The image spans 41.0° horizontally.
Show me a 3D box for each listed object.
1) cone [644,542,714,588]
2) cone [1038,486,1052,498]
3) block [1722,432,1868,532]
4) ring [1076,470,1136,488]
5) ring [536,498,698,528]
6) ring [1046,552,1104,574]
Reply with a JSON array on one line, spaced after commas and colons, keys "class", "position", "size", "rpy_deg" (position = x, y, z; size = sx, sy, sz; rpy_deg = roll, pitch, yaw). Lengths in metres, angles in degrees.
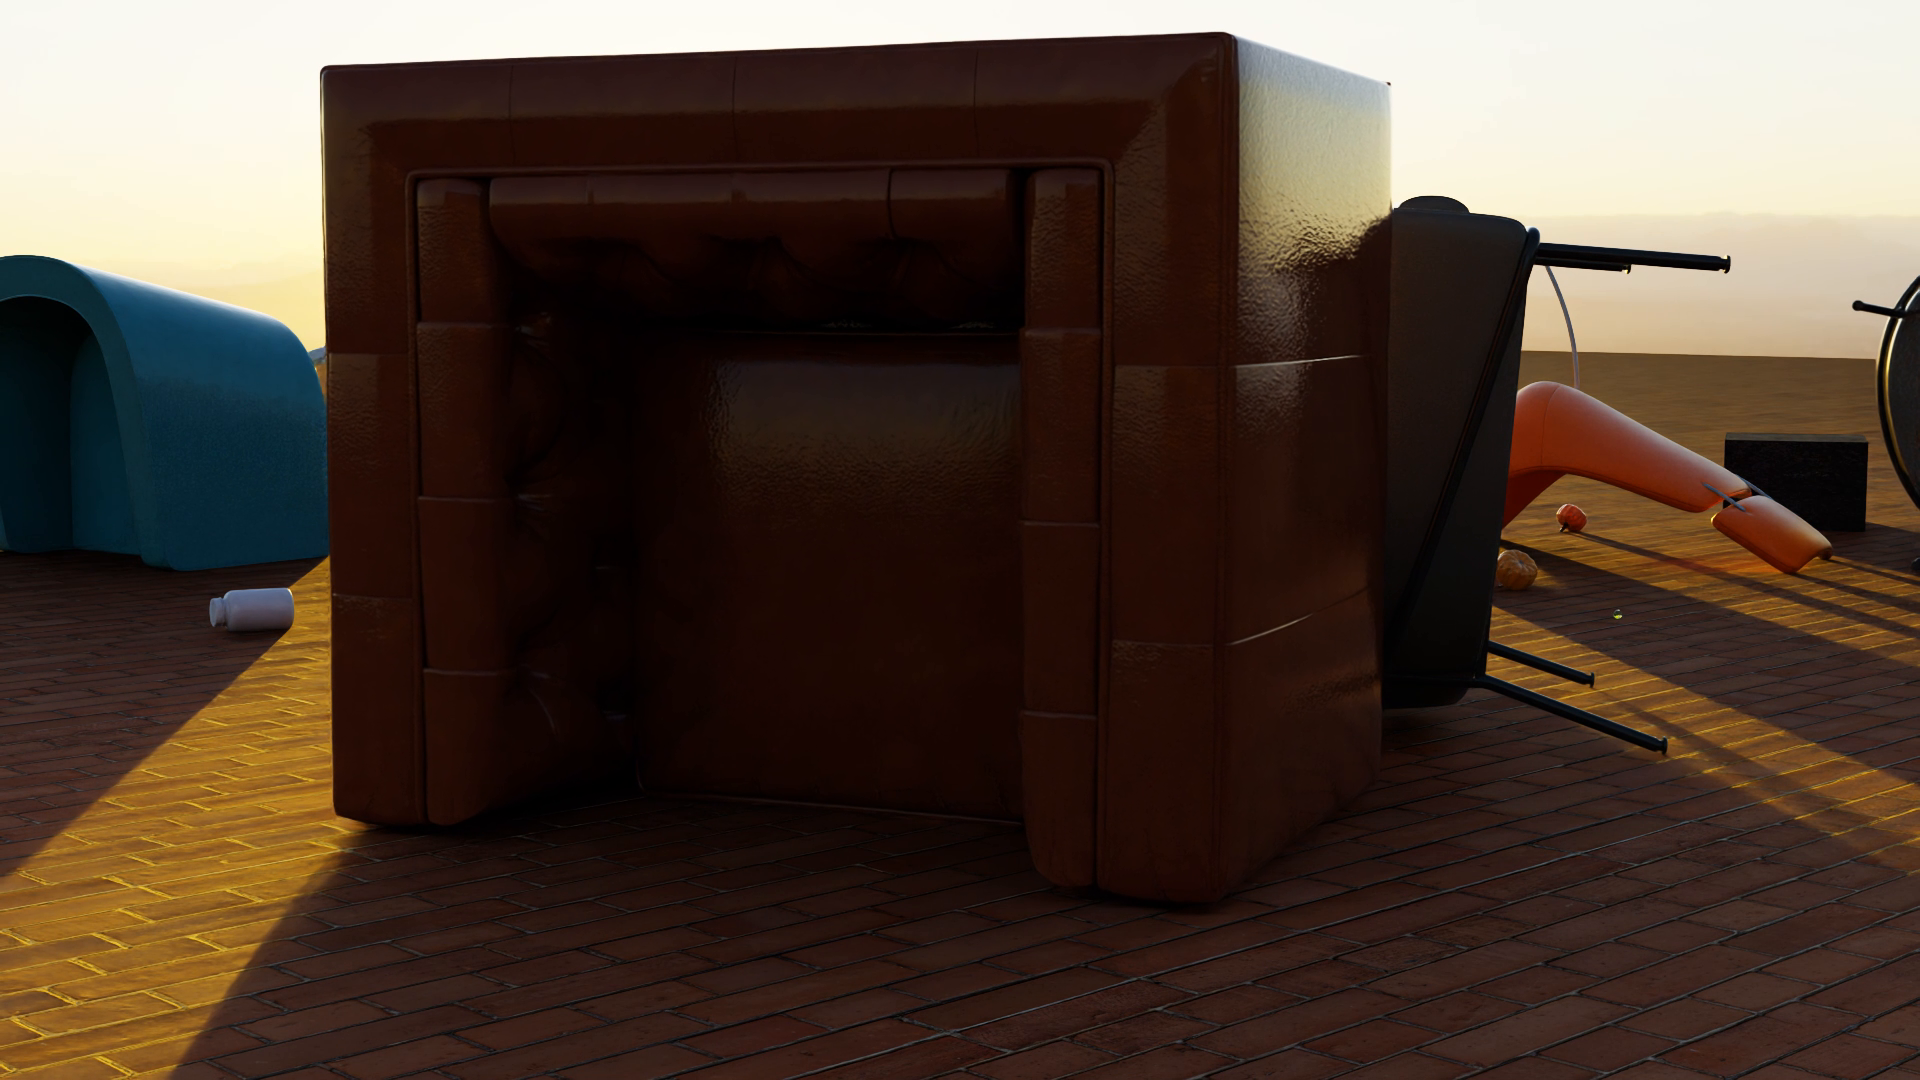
[{"class": "cone", "position": [-0.603, 0.049, 5.498], "size": [0.143, 0.090, 0.179], "rpy_deg": [-5, 7, -38]}, {"class": "cone", "position": [0.263, -0.133, 7.620], "size": [0.049, 0.034, 0.049], "rpy_deg": [-2, 25, -34]}, {"class": "block", "position": [2.213, -0.157, 6.809], "size": [0.353, 0.231, 0.334], "rpy_deg": [2, 6, 17]}, {"class": "ring", "position": [0.458, -0.190, 8.025], "size": [0.196, 0.049, 0.112], "rpy_deg": [-1, 7, -12]}, {"class": "ring", "position": [-0.909, -0.072, 6.799], "size": [0.470, 0.065, 0.223], "rpy_deg": [3, 7, 20]}, {"class": "ring", "position": [0.257, 0.051, 5.728], "size": [0.128, 0.039, 0.148], "rpy_deg": [-1, 7, 0]}]
